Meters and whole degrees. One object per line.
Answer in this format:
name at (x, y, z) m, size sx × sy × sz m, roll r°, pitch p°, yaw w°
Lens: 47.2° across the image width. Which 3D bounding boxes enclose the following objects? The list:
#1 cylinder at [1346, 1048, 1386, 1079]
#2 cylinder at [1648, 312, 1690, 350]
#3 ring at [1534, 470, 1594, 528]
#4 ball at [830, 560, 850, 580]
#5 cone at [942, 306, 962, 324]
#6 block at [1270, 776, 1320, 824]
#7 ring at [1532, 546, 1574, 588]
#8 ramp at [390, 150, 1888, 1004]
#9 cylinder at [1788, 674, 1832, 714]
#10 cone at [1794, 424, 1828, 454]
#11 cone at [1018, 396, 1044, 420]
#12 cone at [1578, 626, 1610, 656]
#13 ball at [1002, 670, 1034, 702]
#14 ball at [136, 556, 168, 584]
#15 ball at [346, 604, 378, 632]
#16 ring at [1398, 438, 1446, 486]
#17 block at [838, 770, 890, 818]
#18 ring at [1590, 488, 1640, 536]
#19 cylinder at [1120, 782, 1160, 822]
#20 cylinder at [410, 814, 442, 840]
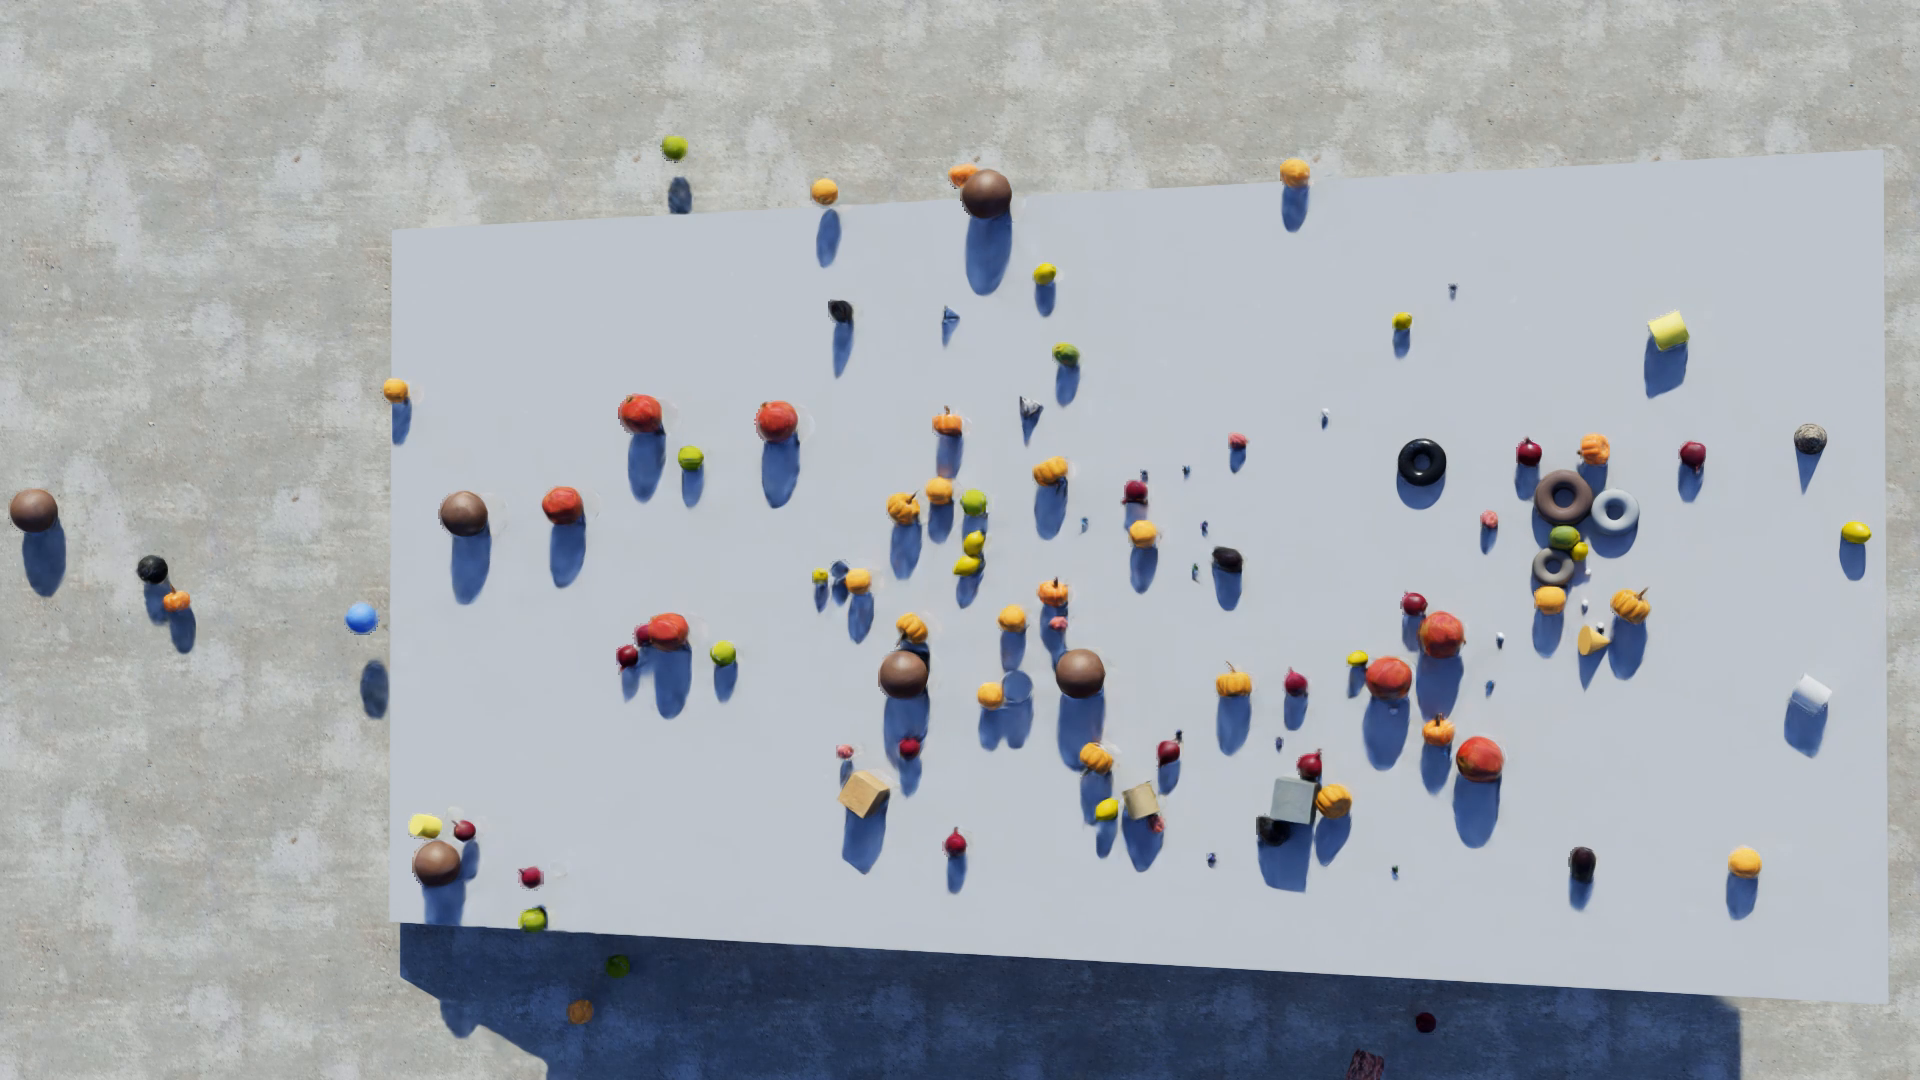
cylinder at (1.157, 1.505, 6.267) m, size 0.086 × 0.086 × 0.086 m, roll 19°, pitch 89°, yaw 11°
cylinder at (1.697, -0.500, 5.262) m, size 0.073 × 0.073 × 0.073 m, roll -23°, pitch 89°, yaw 16°
ring at (1.466, -0.101, 5.344) m, size 0.141 × 0.047 × 0.141 m, roll -1°, pitch 88°, yaw 17°
ball at (-0.323, 0.081, 5.909) m, size 0.050 × 0.050 × 0.050 m, roll 0°, pitch 89°, yaw 0°
cone at (-0.020, -0.595, 5.837) m, size 0.050 × 0.050 × 0.050 m, roll 8°, pitch 89°, yaw -9°
block at (0.839, 0.650, 5.506) m, size 0.098 × 0.098 × 0.098 m, roll 8°, pitch 92°, yaw 18°
ring at (1.445, 0.067, 5.355) m, size 0.101 × 0.034 × 0.101 m, roll -1°, pitch 88°, yaw 18°
ramp at (0.275, 0.093, 5.797) m, size 4.000 × 0.100 × 2.000 m, roll 0°, pitch 89°, yaw 18°
cylinder at (1.994, 0.362, 5.157) m, size 0.069 × 0.069 × 0.069 m, roll 34°, pitch 89°, yaw 16°
cone at (1.999, -0.239, 5.162) m, size 0.074 × 0.074 × 0.074 m, roll 0°, pitch 89°, yaw 18°
cone at (0.193, -0.350, 5.762) m, size 0.063 × 0.063 × 0.063 m, roll -12°, pitch 89°, yaw -15°
cone at (1.545, 0.244, 5.321) m, size 0.072 × 0.072 × 0.072 m, roll -1°, pitch 89°, yaw -16°
ball at (0.149, 0.381, 5.736) m, size 0.085 × 0.085 × 0.085 m, roll 0°, pitch 89°, yaw 0°
ball at (-2.354, 0.087, 6.409) m, size 0.086 × 0.086 × 0.086 m, roll 0°, pitch 89°, yaw 0°
ball at (-1.724, 0.224, 6.336) m, size 0.085 × 0.085 × 0.085 m, roll 0°, pitch 89°, yaw 0°
ring at (1.145, -0.192, 5.451) m, size 0.121 × 0.040 × 0.121 m, roll 0°, pitch 90°, yaw 17°
block at (-0.257, 0.677, 5.860) m, size 0.087 × 0.087 × 0.087 m, roll 34°, pitch 99°, yaw 15°
ring at (1.582, -0.067, 5.311) m, size 0.116 × 0.039 × 0.116 m, roll 0°, pitch 90°, yaw 17°
cylinder at (0.463, 0.670, 5.635) m, size 0.080 × 0.080 × 0.080 m, roll -21°, pitch 83°, yaw 0°
cylinder at (-1.513, 0.811, 6.227) m, size 0.062 × 0.062 × 0.062 m, roll -16°, pitch 64°, yaw 37°
